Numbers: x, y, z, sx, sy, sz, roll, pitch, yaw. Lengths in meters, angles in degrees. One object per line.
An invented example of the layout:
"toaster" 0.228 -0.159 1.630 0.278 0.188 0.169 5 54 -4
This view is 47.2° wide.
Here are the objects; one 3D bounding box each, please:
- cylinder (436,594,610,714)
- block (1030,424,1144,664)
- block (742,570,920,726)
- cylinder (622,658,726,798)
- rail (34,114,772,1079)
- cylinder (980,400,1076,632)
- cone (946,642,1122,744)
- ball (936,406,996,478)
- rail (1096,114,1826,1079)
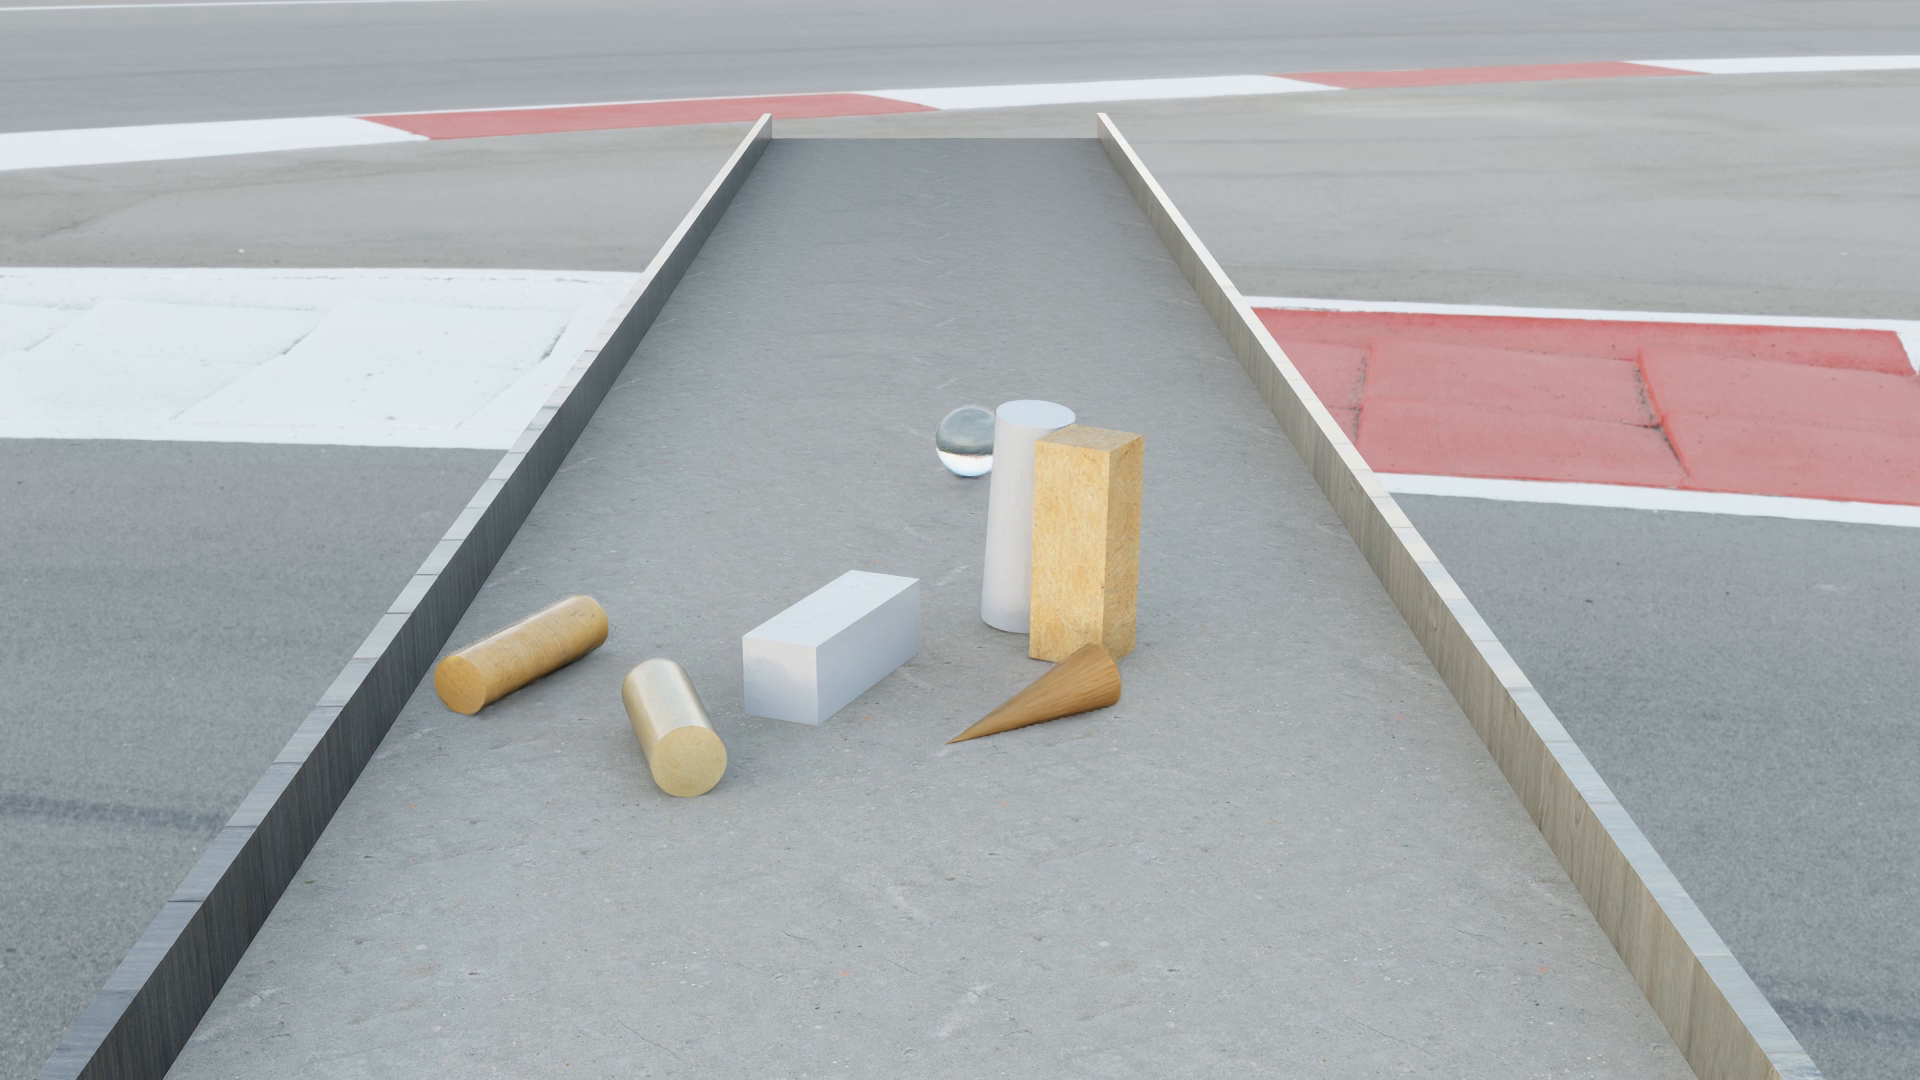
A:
"cylinder" -0.847 0.219 4.287 0.116 0.116 0.409 8 18 24
"block" 0.252 0.013 4.386 0.160 0.450 0.160 10 19 28
"block" -0.242 0.202 4.275 0.154 0.154 0.452 7 18 23
"cylinder" -0.510 0.327 3.898 0.130 0.130 0.356 -5 17 -16
"rail" -1.118 -0.838 7.780 0.050 0.150 12.000 0 17 -1
"cylinder" 0.139 -0.048 4.553 0.161 0.457 0.161 3 24 -2
"cone" 0.118 0.312 4.069 0.367 0.124 0.124 -22 26 -30
"ball" 0.029 -0.258 5.767 0.186 0.186 0.186 0 17 0
"rail" 0.932 -0.844 7.801 0.050 0.150 12.000 0 17 -1
